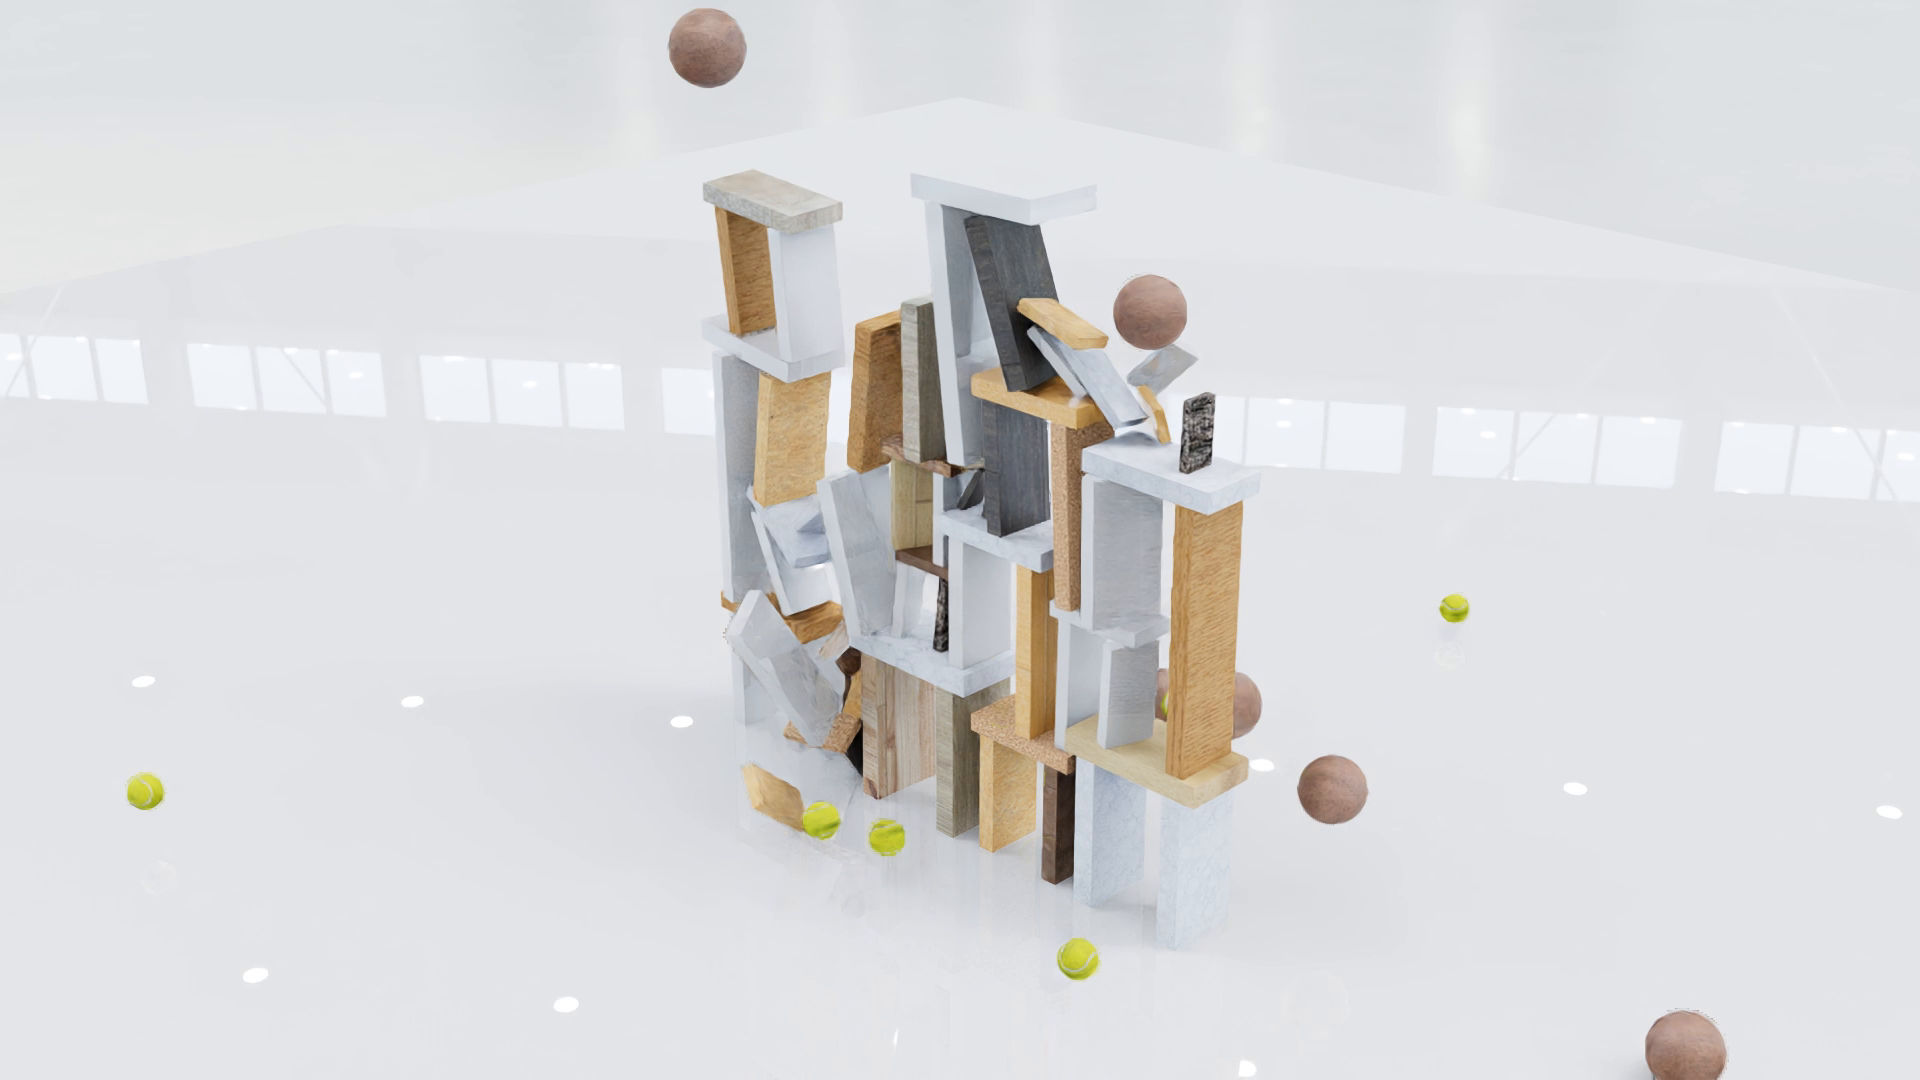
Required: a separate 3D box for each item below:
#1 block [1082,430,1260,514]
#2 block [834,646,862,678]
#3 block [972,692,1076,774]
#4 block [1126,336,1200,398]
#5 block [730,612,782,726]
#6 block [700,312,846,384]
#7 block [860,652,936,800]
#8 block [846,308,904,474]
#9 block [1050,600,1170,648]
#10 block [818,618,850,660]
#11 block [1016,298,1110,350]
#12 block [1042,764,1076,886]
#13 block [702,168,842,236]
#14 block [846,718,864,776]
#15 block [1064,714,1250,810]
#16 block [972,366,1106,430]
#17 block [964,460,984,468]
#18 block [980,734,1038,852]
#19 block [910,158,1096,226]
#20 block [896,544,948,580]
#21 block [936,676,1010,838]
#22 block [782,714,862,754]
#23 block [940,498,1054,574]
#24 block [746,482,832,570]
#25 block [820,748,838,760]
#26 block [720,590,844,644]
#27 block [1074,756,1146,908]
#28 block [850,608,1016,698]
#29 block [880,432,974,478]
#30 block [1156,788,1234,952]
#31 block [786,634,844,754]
[{"bbox_3d":[0.361,-0.119,3.777,0.280,0.040,0.140,22,32,40],"label":"block"},{"bbox_3d":[-0.211,0.235,4.470,0.091,0.045,0.013,-47,10,-33],"label":"block"},{"bbox_3d":[0.154,0.368,4.206,0.250,0.035,0.125,22,31,40],"label":"block"},{"bbox_3d":[0.362,-0.309,3.925,0.064,0.128,0.018,27,46,-23],"label":"block"},{"bbox_3d":[-0.435,0.260,4.807,0.038,0.266,0.133,21,31,40],"label":"block"},{"bbox_3d":[-0.382,-0.401,4.469,0.145,0.041,0.290,-21,35,-37],"label":"block"},{"bbox_3d":[-0.124,0.356,4.507,0.162,0.323,0.046,-20,30,-38],"label":"block"},{"bbox_3d":[-0.140,-0.291,4.249,0.043,0.305,0.153,30,38,35],"label":"block"},{"bbox_3d":[0.272,0.138,3.978,0.203,0.029,0.102,21,31,41],"label":"block"},{"bbox_3d":[-0.223,0.185,4.500,0.082,0.165,0.023,-24,72,-37],"label":"block"},{"bbox_3d":[0.179,-0.377,3.827,0.077,0.022,0.154,-9,37,-44],"label":"block"},{"bbox_3d":[0.214,0.523,4.208,0.035,0.250,0.125,22,31,41],"label":"block"},{"bbox_3d":[-0.369,-0.664,4.313,0.264,0.037,0.132,26,36,38],"label":"block"},{"bbox_3d":[-0.202,0.424,4.547,0.076,0.152,0.022,-29,47,2],"label":"block"},{"bbox_3d":[0.356,0.390,4.000,0.307,0.043,0.153,21,31,41],"label":"block"},{"bbox_3d":[0.157,-0.262,3.937,0.130,0.037,0.259,-21,31,-40],"label":"block"},{"bbox_3d":[0.060,-0.150,4.106,0.054,0.015,0.107,-22,15,-39],"label":"block"},{"bbox_3d":[0.095,0.477,4.317,0.035,0.250,0.125,21,31,41],"label":"block"},{"bbox_3d":[0.074,-0.615,3.871,0.156,0.044,0.312,-20,28,-38],"label":"block"},{"bbox_3d":[-0.040,0.039,4.278,0.161,0.023,0.081,21,30,41],"label":"block"},{"bbox_3d":[0.026,0.414,4.370,0.046,0.323,0.162,21,31,41],"label":"block"},{"bbox_3d":[-0.282,0.386,4.498,0.152,0.022,0.076,11,58,34],"label":"block"},{"bbox_3d":[0.102,-0.013,4.112,0.134,0.038,0.267,-21,30,-39],"label":"block"},{"bbox_3d":[-0.341,-0.039,4.547,0.114,0.032,0.229,-11,50,-32],"label":"block"},{"bbox_3d":[-0.276,0.399,4.608,0.076,0.152,0.022,-39,56,-6],"label":"block"},{"bbox_3d":[-0.373,0.145,4.689,0.266,0.038,0.133,21,31,40],"label":"block"},{"bbox_3d":[0.284,0.523,4.135,0.153,0.307,0.043,-21,31,-41],"label":"block"},{"bbox_3d":[-0.051,0.215,4.368,0.323,0.046,0.162,21,31,41],"label":"block"},{"bbox_3d":[-0.053,-0.167,4.220,0.187,0.027,0.094,21,30,39],"label":"block"},{"bbox_3d":[0.428,0.579,4.002,0.153,0.307,0.043,-21,31,-41],"label":"block"},{"bbox_3d":[-0.310,0.309,4.692,0.133,0.266,0.038,-21,31,-41],"label":"block"}]
